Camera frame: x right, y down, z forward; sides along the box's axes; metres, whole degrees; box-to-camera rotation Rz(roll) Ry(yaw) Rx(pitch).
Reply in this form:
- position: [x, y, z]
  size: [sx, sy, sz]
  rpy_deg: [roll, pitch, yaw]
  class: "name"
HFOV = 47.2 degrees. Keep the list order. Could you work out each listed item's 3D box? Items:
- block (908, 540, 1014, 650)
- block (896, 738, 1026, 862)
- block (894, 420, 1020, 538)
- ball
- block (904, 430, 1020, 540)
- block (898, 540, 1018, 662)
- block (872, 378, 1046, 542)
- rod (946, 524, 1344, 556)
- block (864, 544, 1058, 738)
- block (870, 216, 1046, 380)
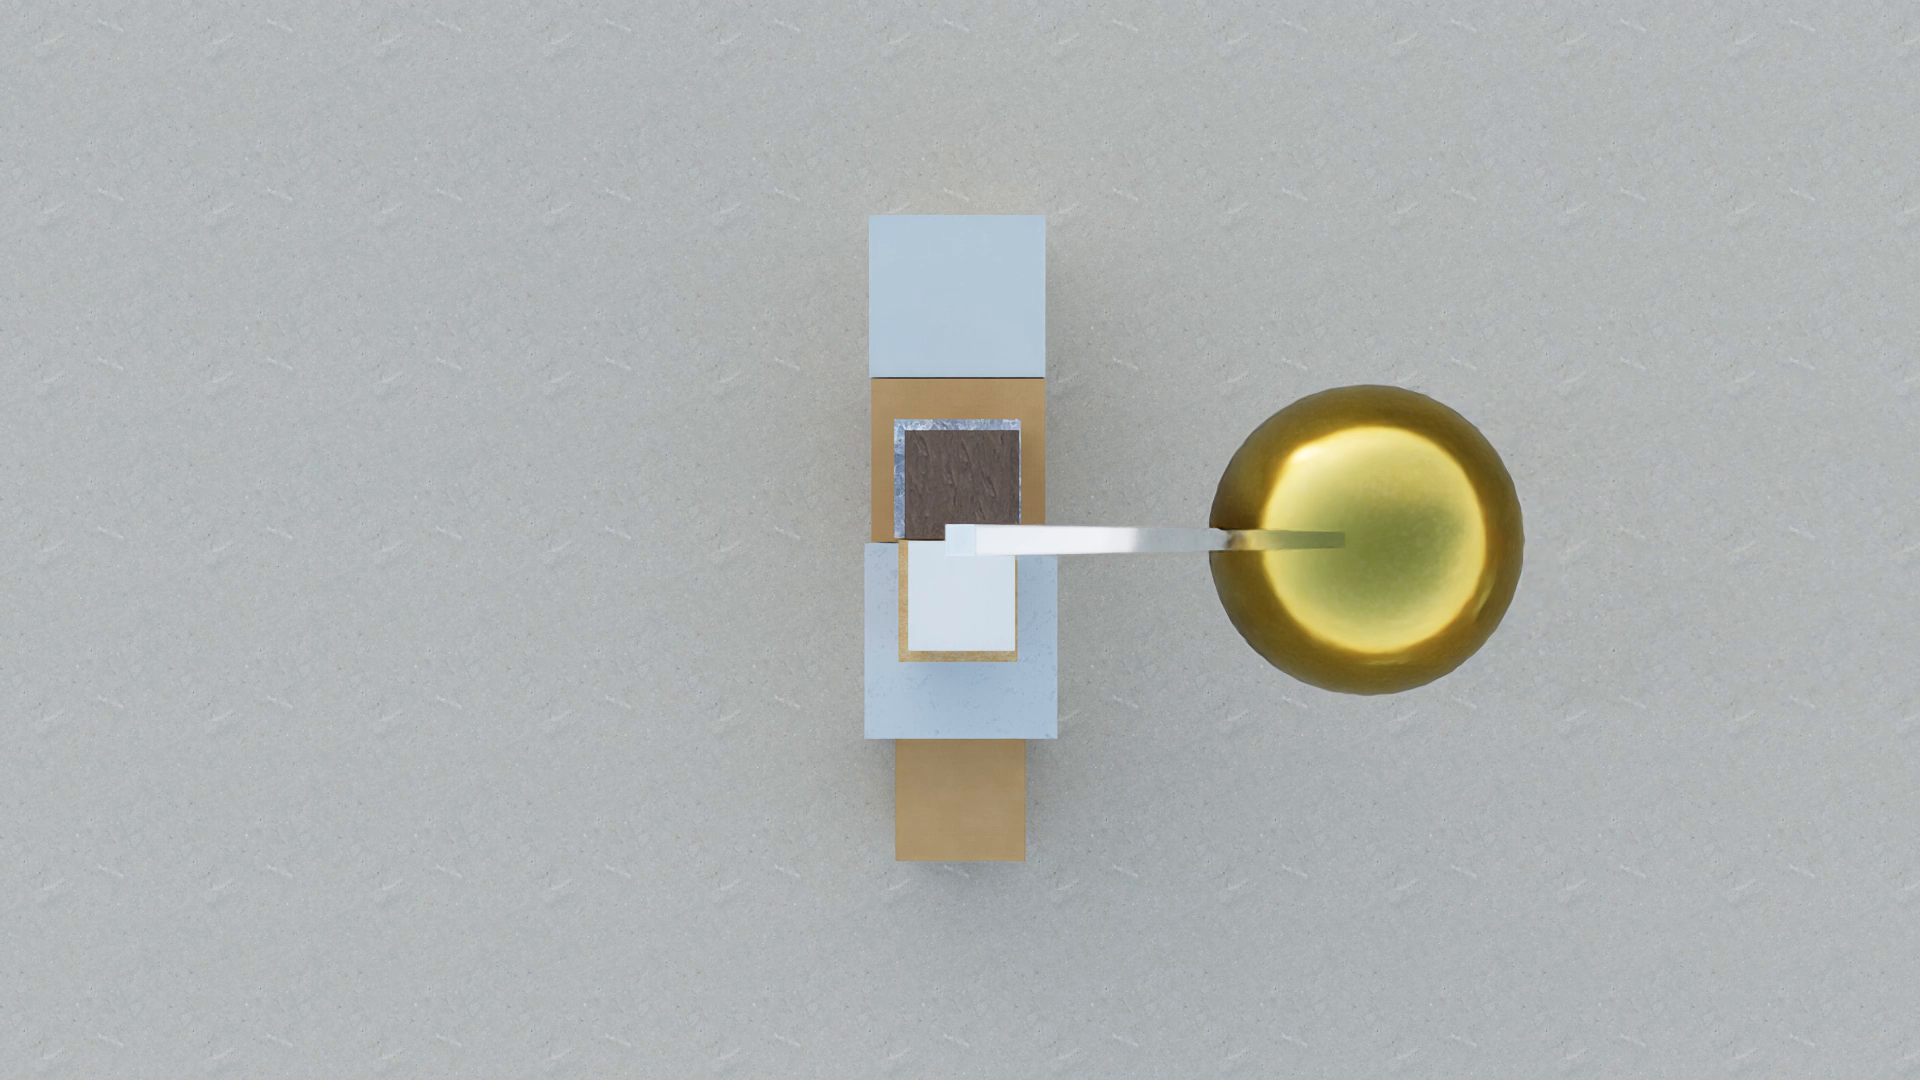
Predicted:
- position: [0.008, 0.273, 11.010]
  size: [0.520, 0.524, 0.536]
  rpy_deg: [0, 90, 0]
  class: "block"
- position: [0.003, 1.431, 12.569]
  size: [0.719, 0.861, 0.683]
  rpy_deg: [0, 90, 0]
  class: "block"
- position: [-0.013, -0.318, 11.682]
  size: [0.657, 0.574, 0.615]
  rpy_deg: [0, 90, 0]
  class: "block"
- position: [2.074, 0.000, 11.279]
  size: [1.600, 1.600, 1.600]
  rpy_deg: [0, 90, 0]
  class: "ball"
- position: [0.009, -0.273, 11.104]
  size: [0.564, 0.582, 0.536]
  rpy_deg: [0, 90, 0]
  class: "block"
- position: [-0.010, 0.312, 11.614]
  size: [0.611, 0.683, 0.626]
  rpy_deg: [0, 90, 0]
  class: "block"
- position: [-0.009, -0.434, 12.484]
  size: [0.947, 1.031, 0.887]
  rpy_deg: [0, 90, 0]
  class: "block"
- position: [0.899, 0.000, 8.088]
  size: [0.080, 5.200, 0.080]
  rpy_deg: [0, 90, 20]
  class: "rod"
- position: [0.005, 0.549, 12.478]
  size: [1.048, 1.045, 1.060]
  rpy_deg: [0, 90, 0]
  class: "block"
- position: [-0.015, -1.330, 12.497]
  size: [0.960, 1.005, 0.884]
  rpy_deg: [0, 90, 0]
  class: "block"
